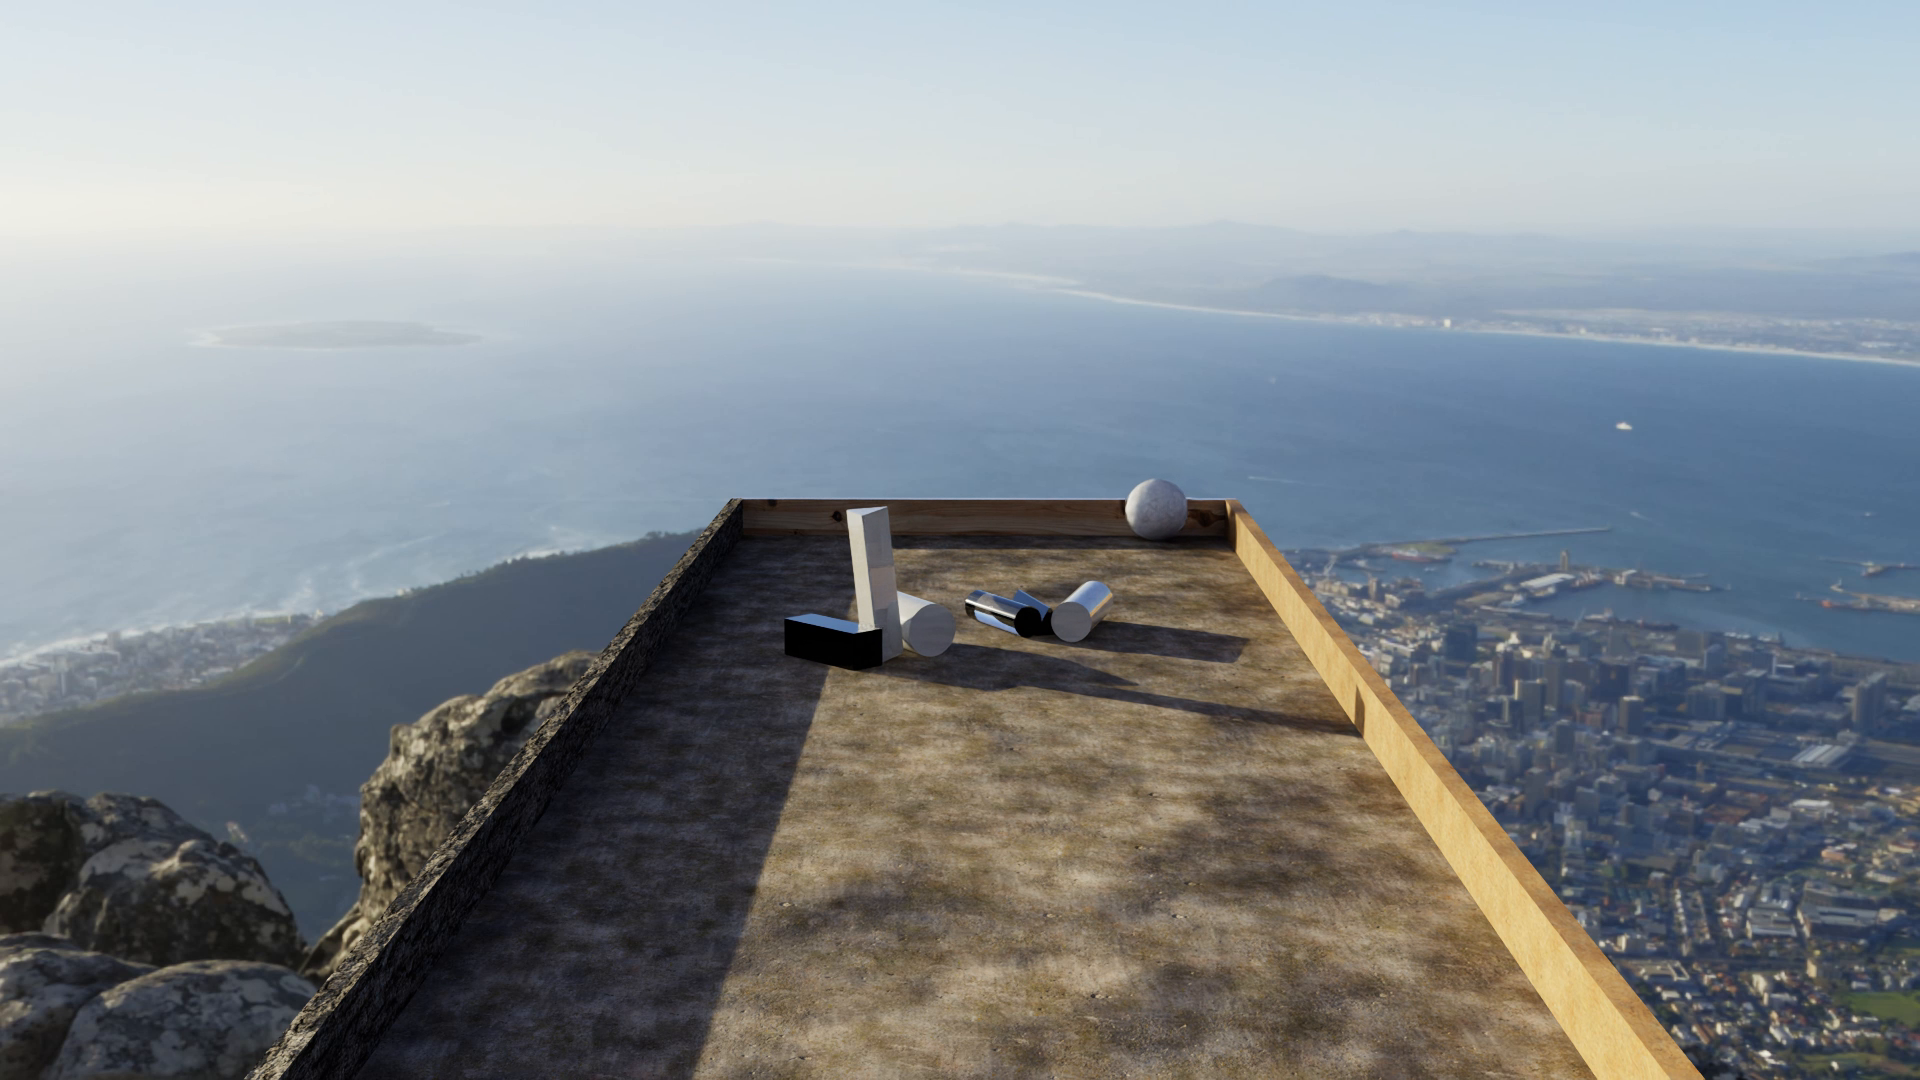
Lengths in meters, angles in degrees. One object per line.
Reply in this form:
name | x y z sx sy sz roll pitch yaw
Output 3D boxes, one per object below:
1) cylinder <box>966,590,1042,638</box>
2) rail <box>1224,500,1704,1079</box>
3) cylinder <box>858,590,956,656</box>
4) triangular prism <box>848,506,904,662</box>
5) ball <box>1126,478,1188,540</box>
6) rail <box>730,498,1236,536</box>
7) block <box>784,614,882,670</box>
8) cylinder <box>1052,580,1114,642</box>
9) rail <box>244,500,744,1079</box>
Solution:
cylinder | 0.139 0.239 7.173 0.102 0.102 0.326 -5 10 -28
rail | 1.046 0.843 3.208 0.050 0.150 12.000 0 9 1
cylinder | -0.168 0.254 6.879 0.165 0.165 0.331 -5 10 -30
triangular prism | -0.275 0.134 6.687 0.107 0.459 0.123 2 14 35
ball | 0.805 -0.124 8.980 0.253 0.253 0.253 0 9 0
rail | 0.099 -0.098 9.147 2.100 0.150 0.050 0 9 1
block | -0.387 0.309 6.694 0.113 0.113 0.326 -8 12 -43
cylinder | 0.399 0.230 7.141 0.131 0.131 0.383 2 9 14
rail | -1.004 0.839 3.234 0.050 0.150 12.000 0 9 1
